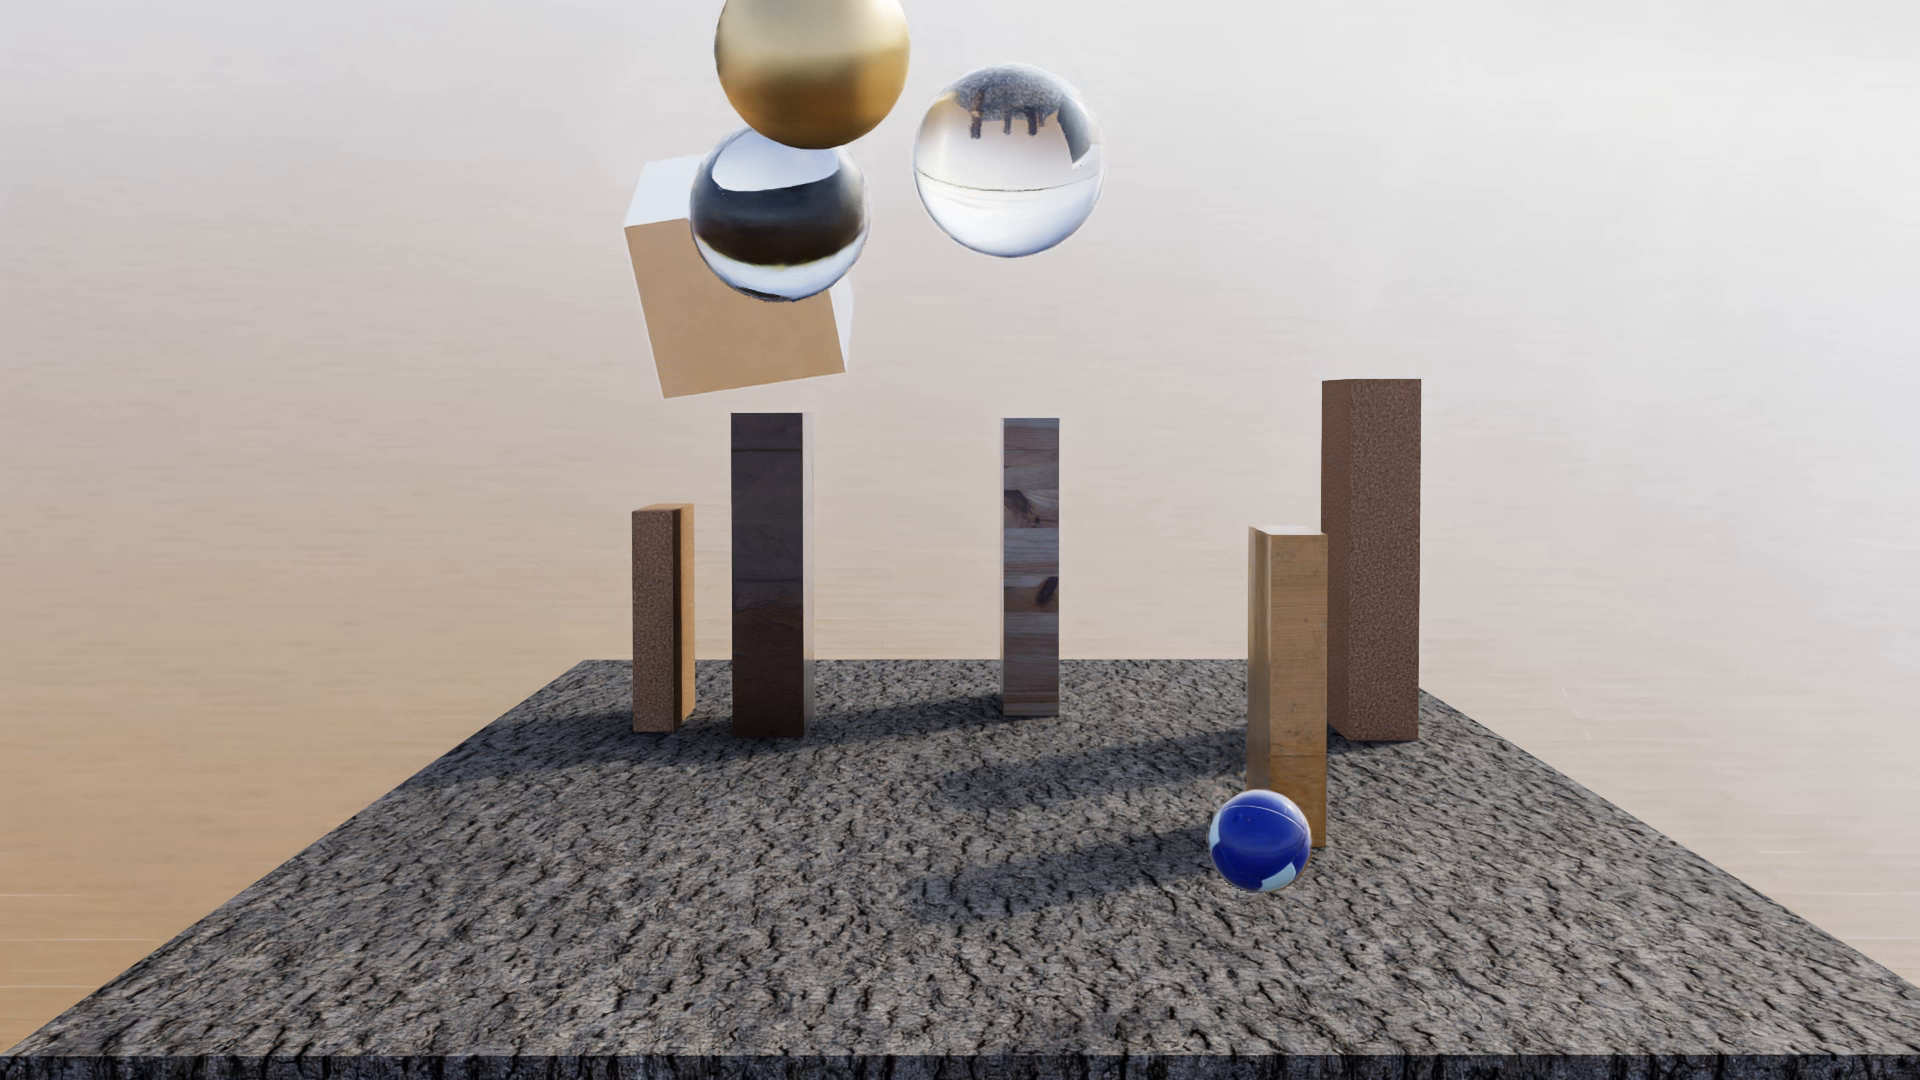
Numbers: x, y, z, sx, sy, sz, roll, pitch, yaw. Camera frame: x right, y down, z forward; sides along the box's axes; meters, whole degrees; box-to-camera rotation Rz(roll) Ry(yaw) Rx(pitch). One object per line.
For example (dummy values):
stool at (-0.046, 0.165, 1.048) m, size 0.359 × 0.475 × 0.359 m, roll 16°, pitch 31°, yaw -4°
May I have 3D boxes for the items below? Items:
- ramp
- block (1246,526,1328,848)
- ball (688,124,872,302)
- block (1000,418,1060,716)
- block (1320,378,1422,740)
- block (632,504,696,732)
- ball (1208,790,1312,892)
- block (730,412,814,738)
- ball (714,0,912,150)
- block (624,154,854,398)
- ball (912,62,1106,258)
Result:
ramp at (0.050, 0.455, 4.532) m, size 2.000 × 0.100 × 4.000 m, roll 0°, pitch 3°, yaw 0°
block at (0.490, 0.212, 3.864) m, size 0.082 × 0.454 × 0.288 m, roll 0°, pitch 3°, yaw 0°
ball at (-0.175, -0.321, 2.507) m, size 0.178 × 0.178 × 0.178 m, roll 0°, pitch 22°, yaw 0°
block at (0.147, 0.046, 5.524) m, size 0.115 × 0.616 × 0.415 m, roll 0°, pitch 3°, yaw 0°
block at (0.811, 0.028, 5.109) m, size 0.134 × 0.693 × 0.394 m, roll 0°, pitch 3°, yaw 0°
block at (-0.605, 0.150, 5.266) m, size 0.080 × 0.435 × 0.415 m, roll 0°, pitch 3°, yaw 0°
ball at (0.332, 0.333, 2.844) m, size 0.113 × 0.113 × 0.113 m, roll 0°, pitch 22°, yaw 0°
block at (-0.372, 0.059, 5.151) m, size 0.138 × 0.628 × 0.373 m, roll 0°, pitch 3°, yaw 0°
ball at (-0.134, -0.445, 2.337) m, size 0.179 × 0.179 × 0.179 m, roll 0°, pitch 22°, yaw 0°
block at (-0.230, -0.292, 2.734) m, size 0.194 × 0.194 × 0.194 m, roll -8°, pitch 27°, yaw 4°
ball at (0.045, -0.345, 2.340) m, size 0.177 × 0.177 × 0.177 m, roll 0°, pitch 22°, yaw 0°
